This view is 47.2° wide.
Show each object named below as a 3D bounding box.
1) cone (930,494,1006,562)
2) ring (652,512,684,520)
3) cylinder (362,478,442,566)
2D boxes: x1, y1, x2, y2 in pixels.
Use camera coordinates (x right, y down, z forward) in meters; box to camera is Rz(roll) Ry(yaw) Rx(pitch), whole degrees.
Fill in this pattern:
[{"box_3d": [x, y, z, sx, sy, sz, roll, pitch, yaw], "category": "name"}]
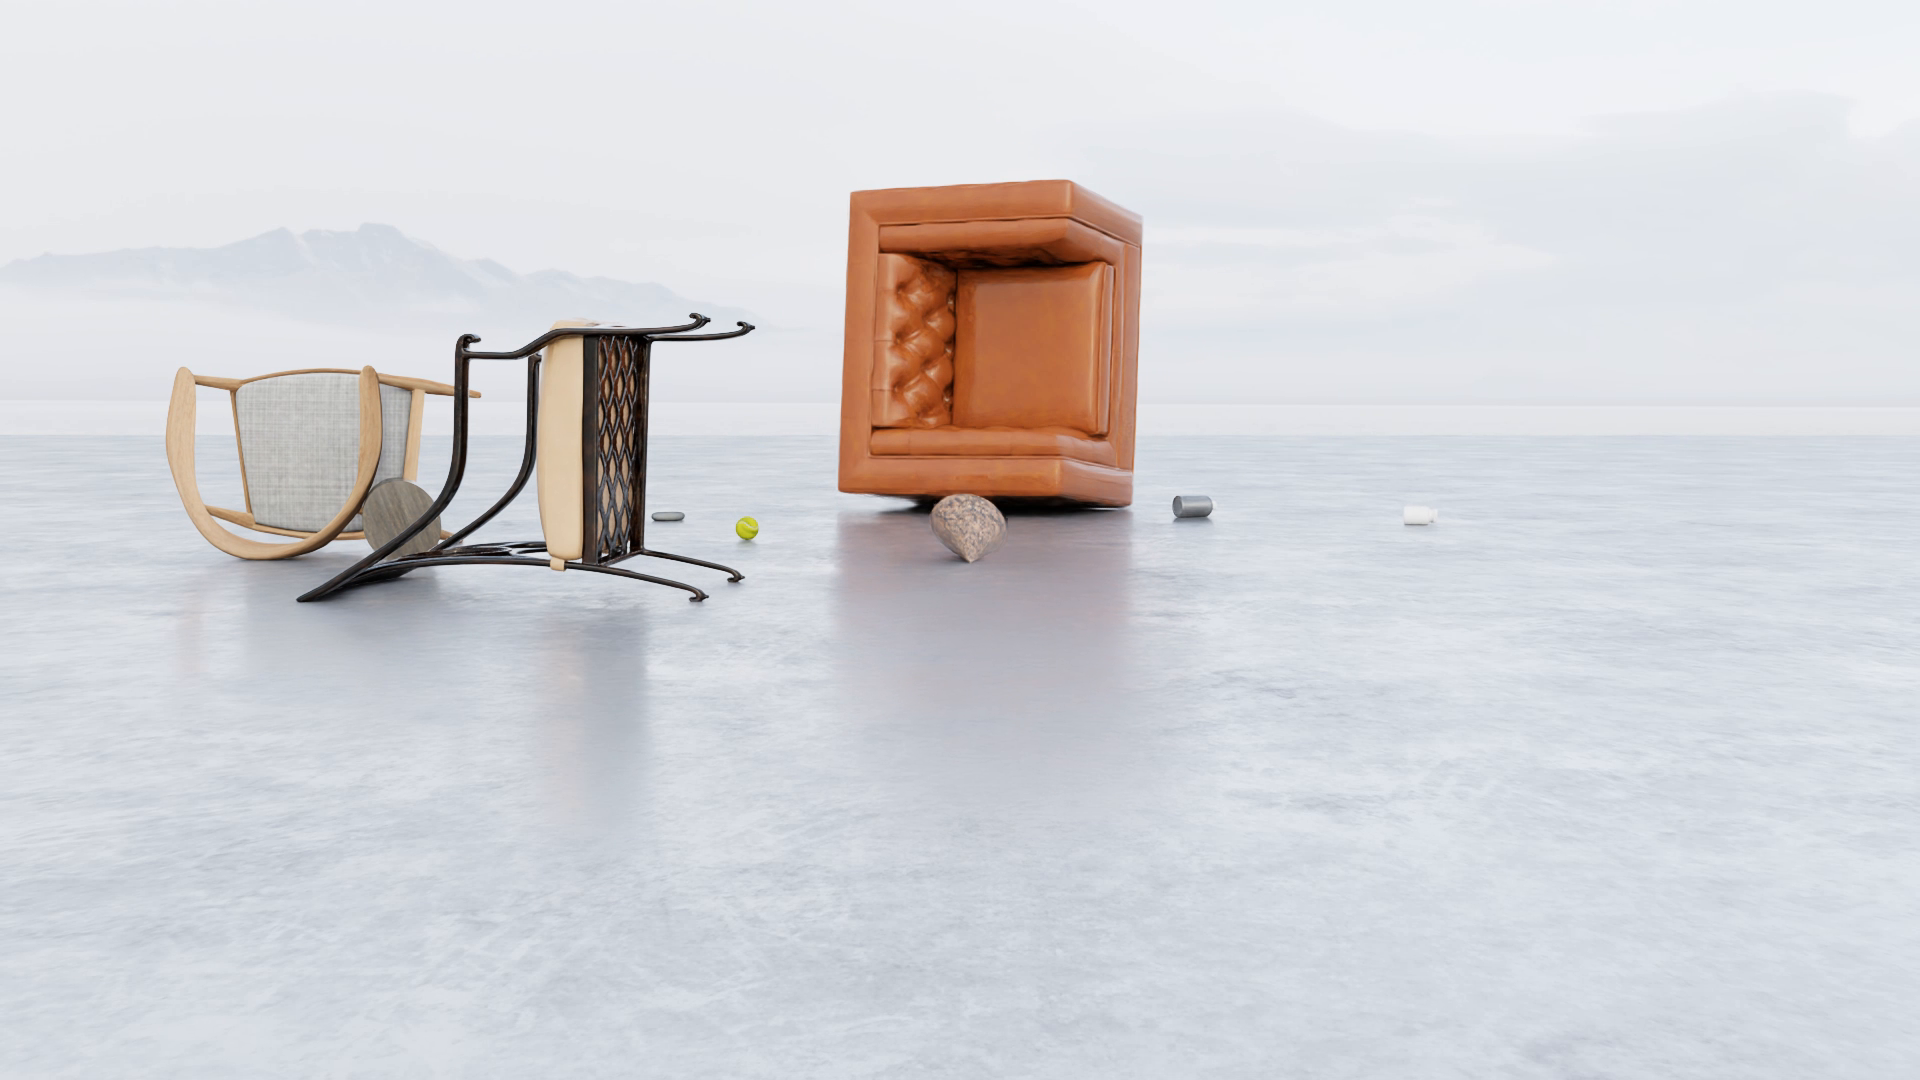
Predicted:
[{"box_3d": [0.025, 0.010, 5.758, 0.216, 0.182, 0.188, 33, 25, -20], "category": "cone"}, {"box_3d": [-0.999, -0.081, 7.525, 0.102, 0.029, 0.130, 2, 4, 33], "category": "ring"}, {"box_3d": [-1.450, -0.051, 5.707, 0.192, 0.219, 0.244, -20, 9, -13], "category": "cylinder"}]
